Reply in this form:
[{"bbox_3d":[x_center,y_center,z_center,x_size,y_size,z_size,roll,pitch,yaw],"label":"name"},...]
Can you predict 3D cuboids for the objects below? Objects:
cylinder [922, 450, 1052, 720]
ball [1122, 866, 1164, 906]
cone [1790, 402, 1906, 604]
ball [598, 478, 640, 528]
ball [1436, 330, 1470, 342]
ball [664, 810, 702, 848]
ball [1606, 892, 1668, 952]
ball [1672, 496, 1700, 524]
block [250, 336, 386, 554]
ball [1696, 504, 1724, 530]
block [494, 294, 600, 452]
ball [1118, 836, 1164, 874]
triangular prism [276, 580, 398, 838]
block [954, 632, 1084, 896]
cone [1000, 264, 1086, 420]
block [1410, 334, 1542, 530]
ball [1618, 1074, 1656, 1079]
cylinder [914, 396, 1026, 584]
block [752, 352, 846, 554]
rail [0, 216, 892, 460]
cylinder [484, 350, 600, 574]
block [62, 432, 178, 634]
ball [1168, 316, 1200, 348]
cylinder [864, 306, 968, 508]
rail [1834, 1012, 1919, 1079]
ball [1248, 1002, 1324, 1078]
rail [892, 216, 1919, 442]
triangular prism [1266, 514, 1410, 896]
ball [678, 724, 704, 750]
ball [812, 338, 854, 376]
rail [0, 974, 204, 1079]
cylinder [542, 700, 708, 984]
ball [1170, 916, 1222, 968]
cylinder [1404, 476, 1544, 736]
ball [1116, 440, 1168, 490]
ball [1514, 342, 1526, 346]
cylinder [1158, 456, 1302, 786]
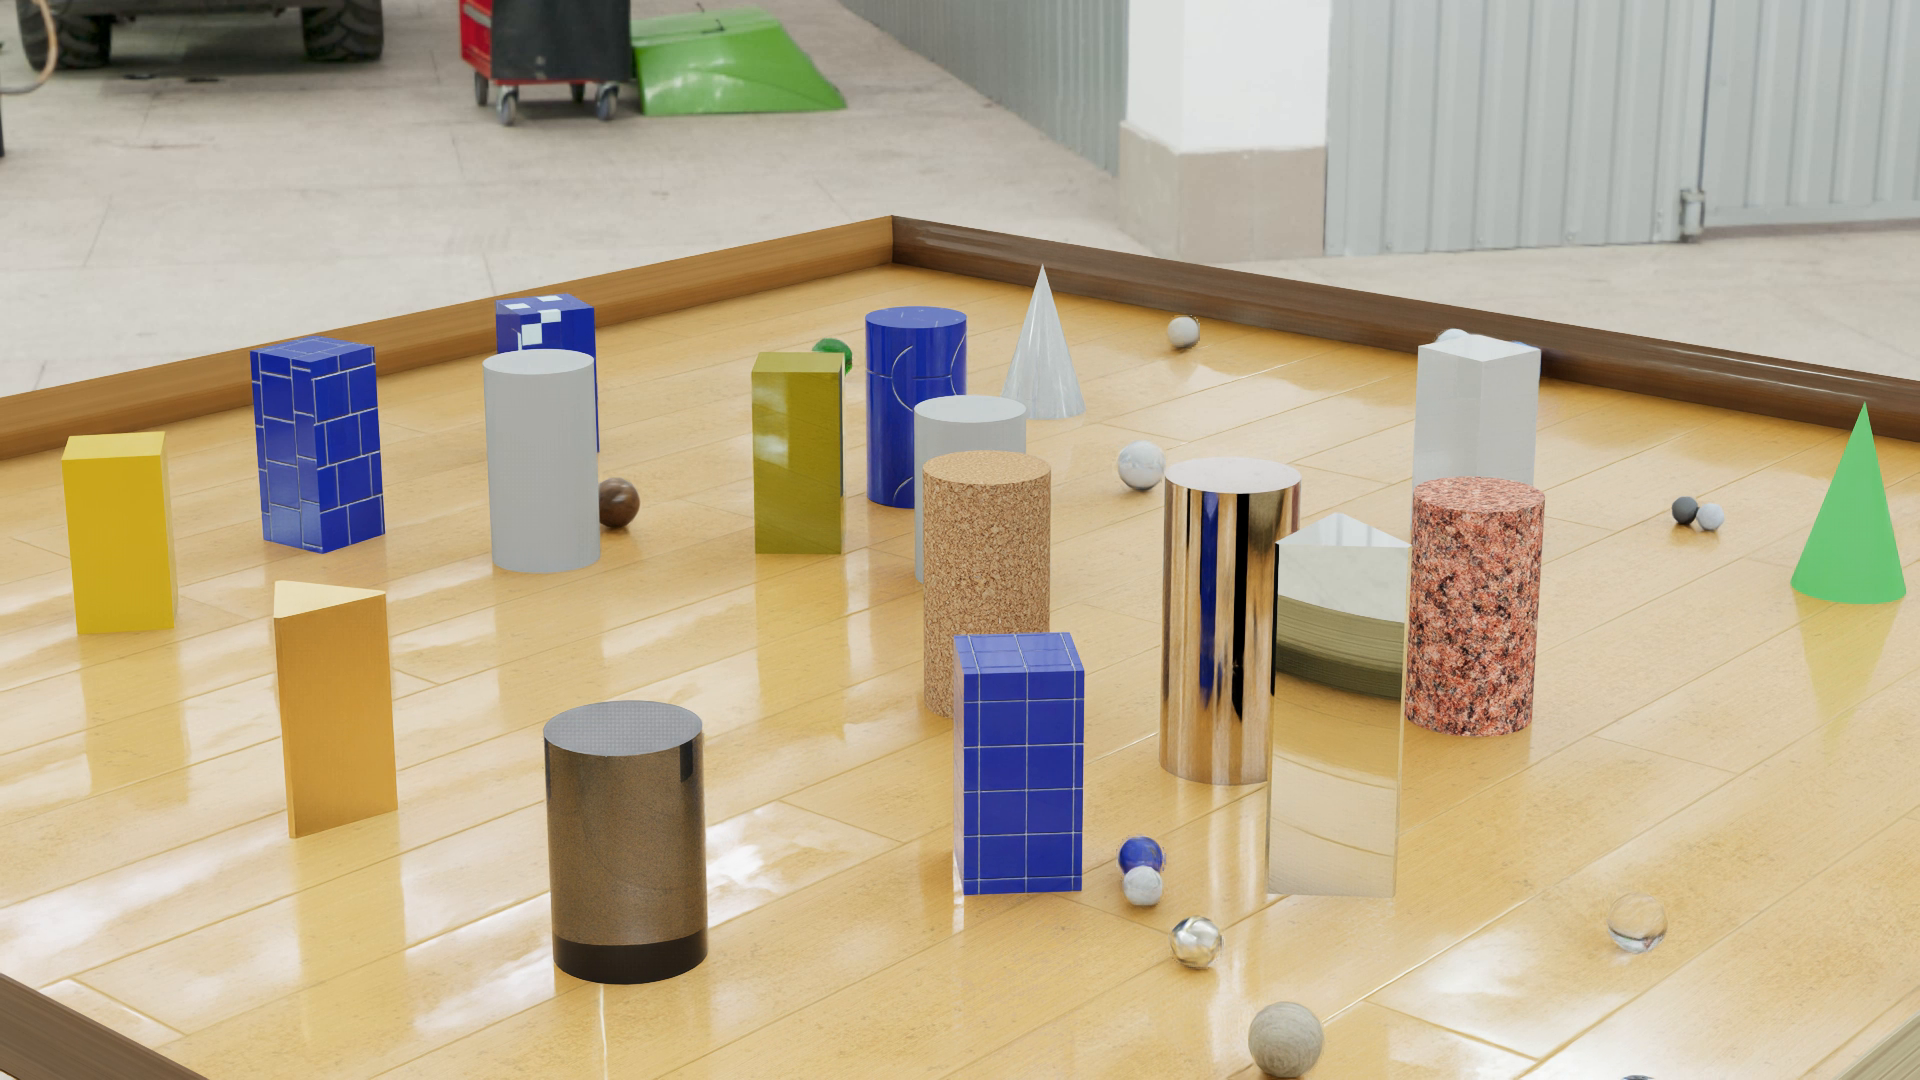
[{"bbox_3d":[0.041,0.071,4.556,0.197,0.382,0.197,0,17,0],"label":"cylinder"},{"bbox_3d":[0.240,0.455,3.850,0.054,0.054,0.054,0,17,0],"label":"ball"},{"bbox_3d":[1.568,-0.079,5.129,0.197,0.338,0.197,0,17,0],"label":"cone"},{"bbox_3d":[-0.649,-0.069,5.520,0.094,0.094,0.094,0,17,0],"label":"ball"},{"bbox_3d":[1.135,-0.434,6.722,0.099,0.099,0.099,0,17,0],"label":"ball"},{"bbox_3d":[-0.382,0.398,4.043,0.052,0.052,0.052,0,17,0],"label":"ball"},{"bbox_3d":[0.858,0.484,3.713,0.076,0.076,0.076,0,17,0],"label":"ball"},{"bbox_3d":[1.373,-0.057,5.550,0.052,0.052,0.052,0,17,0],"label":"ball"},{"bbox_3d":[-1.186,-0.178,5.419,0.158,0.360,0.158,11,20,33],"label":"block"},{"bbox_3d":[1.409,-0.043,5.508,0.051,0.051,0.051,0,17,0],"label":"ball"},{"bbox_3d":[-0.850,-0.337,6.042,0.158,0.305,0.158,-8,19,-26],"label":"block"},{"bbox_3d":[0.242,0.427,3.930,0.061,0.061,0.061,0,17,0],"label":"ball"},{"bbox_3d":[-0.914,0.228,4.135,0.171,0.323,0.148,-14,22,-40],"label":"triangular prism"},{"bbox_3d":[0.077,0.298,3.926,0.158,0.310,0.158,-1,17,-5],"label":"block"},{"bbox_3d":[0.178,-0.441,6.359,0.197,0.322,0.197,0,17,0],"label":"cone"},{"bbox_3d":[0.958,-0.185,5.454,0.158,0.353,0.158,-13,21,-36],"label":"block"},{"bbox_3d":[0.740,0.631,3.196,0.094,0.094,0.094,0,17,0],"label":"ball"},{"bbox_3d":[0.018,-0.084,5.199,0.197,0.307,0.197,0,17,0],"label":"cylinder"},{"bbox_3d":[-0.294,-0.161,5.393,0.158,0.342,0.158,0,17,2],"label":"block"},{"bbox_3d":[-1.542,-0.354,6.402,0.045,0.128,4.196,14,22,39],"label":"rail"},{"bbox_3d":[-0.754,-0.144,5.296,0.197,0.366,0.197,0,17,0],"label":"cylinder"},{"bbox_3d":[-1.421,-0.014,4.971,0.158,0.303,0.158,-3,17,-11],"label":"block"},{"bbox_3d":[0.529,-0.493,6.955,0.076,0.076,0.076,0,17,0],"label":"ball"},{"bbox_3d":[-0.085,-0.259,5.695,0.197,0.356,0.197,0,17,0],"label":"cylinder"},{"bbox_3d":[1.542,0.418,3.838,0.045,0.128,4.196,14,22,39],"label":"rail"},{"bbox_3d":[0.376,0.577,3.386,0.087,0.087,0.087,0,17,0],"label":"ball"},{"bbox_3d":[1.360,-0.420,6.619,4.132,0.128,0.045,14,22,39],"label":"rail"},{"bbox_3d":[0.496,0.217,3.891,0.171,0.485,0.148,1,17,4],"label":"triangular prism"},{"bbox_3d":[-0.405,0.295,4.402,0.040,0.040,0.040,0,17,0],"label":"ball"},{"bbox_3d":[-0.290,-0.409,6.642,0.097,0.097,0.097,0,17,0],"label":"ball"},{"bbox_3d":[-1.360,0.484,3.620,4.132,0.128,0.045,14,22,39],"label":"rail"},{"bbox_3d":[-0.418,0.377,3.677,0.197,0.302,0.197,0,17,0],"label":"cylinder"},{"bbox_3d":[0.296,0.503,3.671,0.065,0.065,0.065,0,17,0],"label":"ball"},{"bbox_3d":[0.788,0.101,4.501,0.197,0.356,0.197,0,17,0],"label":"cylinder"},{"bbox_3d":[0.358,-0.147,5.769,0.099,0.099,0.099,0,17,0],"label":"ball"},{"bbox_3d":[1.253,-0.403,6.630,0.092,0.092,0.092,0,17,0],"label":"ball"},{"bbox_3d":[0.394,0.117,4.297,0.197,0.442,0.197,0,17,0],"label":"cylinder"}]
